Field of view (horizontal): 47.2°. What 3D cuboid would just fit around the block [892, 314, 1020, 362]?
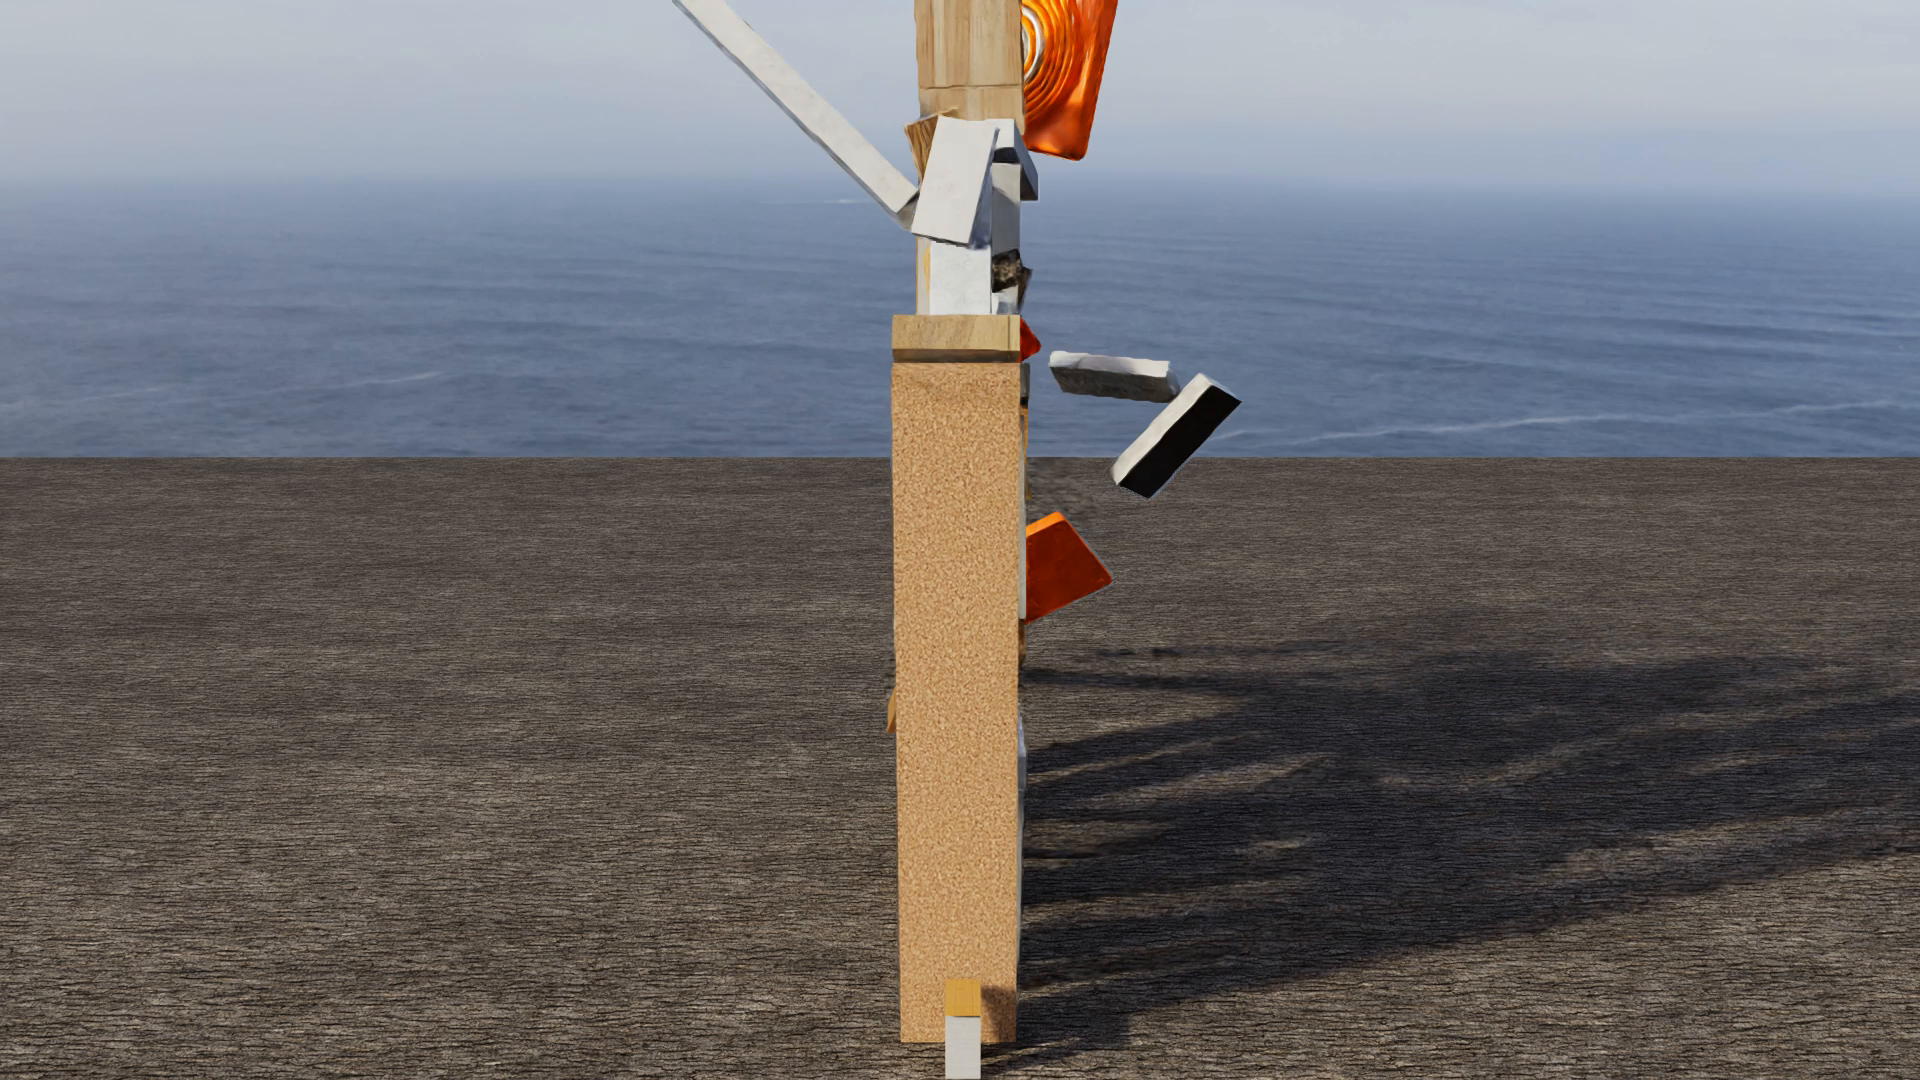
[{"bbox_3d":[-0.004,-0.226,2.930,0.161,0.046,0.321,1,-13,1],"label":"block"}]

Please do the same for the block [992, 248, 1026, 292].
[{"bbox_3d":[0.032,-0.379,3.172,0.120,0.017,0.060,-16,45,7],"label":"block"}]

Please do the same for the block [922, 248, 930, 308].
[{"bbox_3d":[-0.007,-0.324,2.912,0.069,0.138,0.020,5,-34,-19],"label":"block"}]

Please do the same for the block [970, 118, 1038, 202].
[{"bbox_3d":[0.026,-0.573,3.344,0.150,0.043,0.301,-1,-6,9],"label":"block"}]

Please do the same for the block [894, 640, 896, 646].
[{"bbox_3d":[-0.013,0.251,3.566,0.172,0.344,0.049,-1,43,1],"label":"block"}]

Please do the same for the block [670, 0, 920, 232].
[{"bbox_3d":[-0.250,-0.647,3.148,0.515,0.044,0.154,45,2,4],"label":"block"}]

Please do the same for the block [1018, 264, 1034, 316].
[{"bbox_3d":[0.039,-0.356,3.543,0.103,0.207,0.029,20,18,8],"label":"block"}]

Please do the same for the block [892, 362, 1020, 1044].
[{"bbox_3d":[-0.004,0.238,2.930,0.161,0.966,0.046,0,19,1],"label":"block"}]

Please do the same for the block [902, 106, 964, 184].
[{"bbox_3d":[-0.017,-0.510,3.042,0.079,0.158,0.022,-21,20,-8],"label":"block"}]

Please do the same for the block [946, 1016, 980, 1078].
[{"bbox_3d":[0.004,0.676,2.950,0.047,0.094,0.013,0,11,0],"label":"block"}]

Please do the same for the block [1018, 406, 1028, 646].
[{"bbox_3d":[0.009,-0.024,3.295,0.179,0.357,0.051,1,3,1],"label":"block"}]

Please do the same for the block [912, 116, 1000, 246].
[{"bbox_3d":[-0.006,-0.472,2.891,0.079,0.158,0.022,13,-1,14],"label":"block"}]

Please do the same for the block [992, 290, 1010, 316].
[{"bbox_3d":[0.042,-0.308,3.193,0.017,0.120,0.060,2,34,-20],"label":"block"}]

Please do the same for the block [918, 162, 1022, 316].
[{"bbox_3d":[0.012,-0.409,3.271,0.150,0.301,0.043,0,13,-1],"label":"block"}]

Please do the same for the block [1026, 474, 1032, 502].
[{"bbox_3d":[0.069,-0.147,4.538,0.130,0.259,0.037,-31,52,-14],"label":"block"}]

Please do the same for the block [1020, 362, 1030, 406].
[{"bbox_3d":[0.011,-0.220,3.408,0.179,0.051,0.357,1,-6,-1],"label":"block"}]

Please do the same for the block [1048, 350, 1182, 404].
[{"bbox_3d":[0.296,-0.311,4.202,0.232,0.033,0.116,7,-20,21],"label":"block"}]

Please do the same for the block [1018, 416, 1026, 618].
[{"bbox_3d":[0.013,-0.029,3.130,0.161,0.321,0.046,0,36,2],"label":"block"}]

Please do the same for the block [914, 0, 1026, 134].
[{"bbox_3d":[0.014,-0.756,3.253,0.154,0.309,0.044,-1,17,7],"label":"block"}]

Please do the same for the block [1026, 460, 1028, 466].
[{"bbox_3d":[0.031,-0.180,4.060,0.163,0.046,0.326,9,18,-5],"label":"block"}]

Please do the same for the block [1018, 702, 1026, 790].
[{"bbox_3d":[0.004,0.299,3.270,0.177,0.050,0.355,0,10,0],"label":"block"}]

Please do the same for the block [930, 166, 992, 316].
[{"bbox_3d":[0.003,-0.410,2.921,0.079,0.316,0.022,-2,-32,5],"label":"block"}]

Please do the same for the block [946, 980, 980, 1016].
[{"bbox_3d":[0.004,0.618,2.971,0.047,0.013,0.094,0,11,0],"label":"block"}]

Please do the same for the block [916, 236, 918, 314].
[{"bbox_3d":[0.006,-0.388,3.473,0.150,0.301,0.043,1,14,0],"label":"block"}]

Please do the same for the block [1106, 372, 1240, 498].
[{"bbox_3d":[0.387,-0.187,3.972,0.123,0.247,0.035,20,27,-55],"label":"block"}]

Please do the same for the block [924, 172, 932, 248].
[{"bbox_3d":[-0.010,-0.448,2.980,0.069,0.138,0.020,3,-33,-9],"label":"block"}]

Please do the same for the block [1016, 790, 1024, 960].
[{"bbox_3d":[0.003,0.492,3.278,0.177,0.355,0.050,0,39,0],"label":"block"}]

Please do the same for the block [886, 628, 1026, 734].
[{"bbox_3d":[-0.009,0.239,3.697,0.172,0.049,0.344,5,-30,-10],"label":"block"}]
